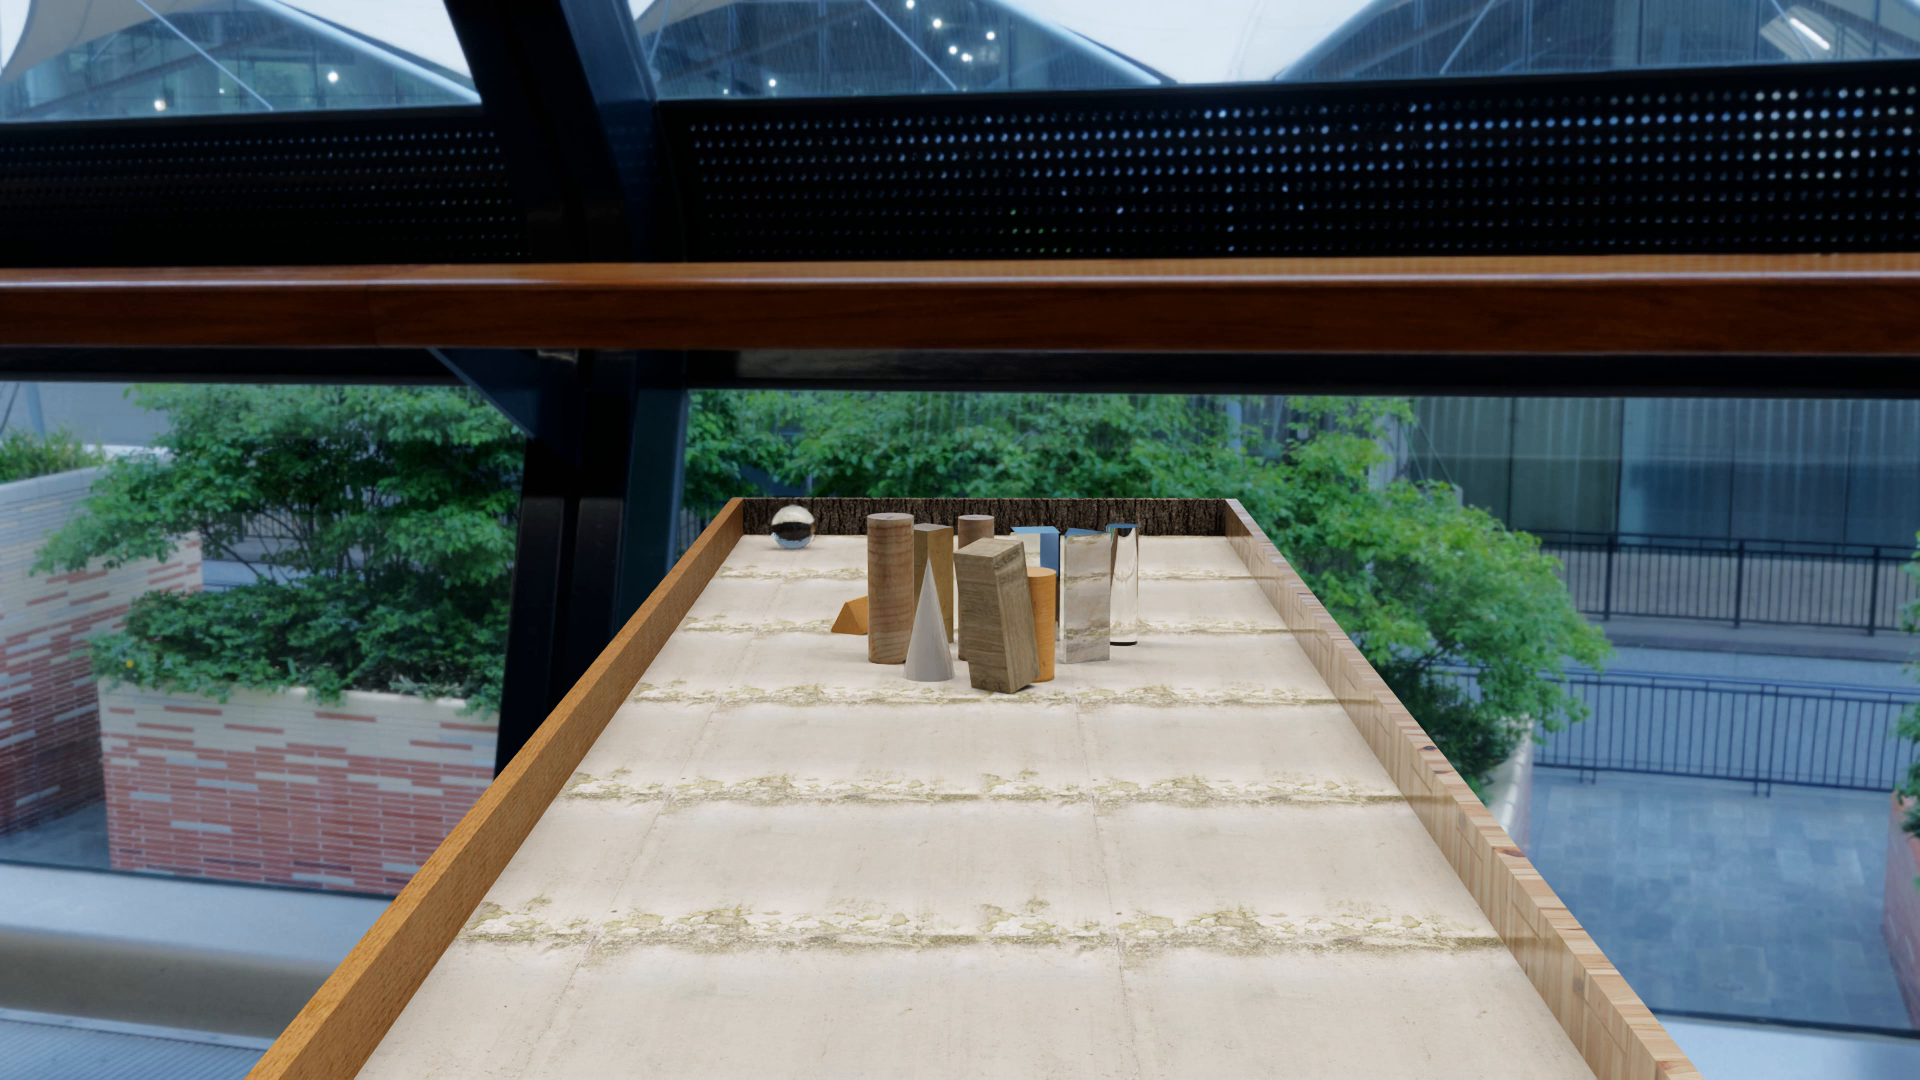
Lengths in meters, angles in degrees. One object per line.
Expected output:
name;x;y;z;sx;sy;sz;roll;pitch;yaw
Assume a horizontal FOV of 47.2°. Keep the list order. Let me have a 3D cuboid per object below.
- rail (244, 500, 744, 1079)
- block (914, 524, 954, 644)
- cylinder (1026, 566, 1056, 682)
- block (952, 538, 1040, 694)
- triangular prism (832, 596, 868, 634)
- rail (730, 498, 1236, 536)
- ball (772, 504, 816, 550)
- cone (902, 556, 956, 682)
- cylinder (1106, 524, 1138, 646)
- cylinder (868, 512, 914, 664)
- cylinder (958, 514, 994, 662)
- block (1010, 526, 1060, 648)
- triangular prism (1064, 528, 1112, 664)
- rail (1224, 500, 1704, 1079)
rail;-1.004;0.839;3.234;0.050;0.150;12.000;0;9;1
block;-0.105;0.142;6.929;0.121;0.370;0.121;8;12;41
cylinder;0.211;0.247;6.423;0.135;0.316;0.135;0;11;0
block;0.106;0.214;6.275;0.144;0.410;0.144;6;22;39
triangular prism;-0.281;0.225;7.242;0.118;0.103;0.356;4;10;28
rail;0.099;-0.098;9.147;2.100;0.150;0.050;0;9;1
ball;-0.663;-0.052;8.766;0.178;0.178;0.178;0;9;0
cone;-0.091;0.221;6.449;0.157;0.364;0.157;0;9;0
cylinder;0.510;0.140;6.927;0.103;0.375;0.103;0;9;0
cylinder;-0.209;0.147;6.670;0.142;0.442;0.142;0;9;0
cylinder;0.049;0.146;6.695;0.110;0.435;0.110;0;9;0
block;0.236;0.148;6.917;0.138;0.363;0.138;-1;9;-7
triangular prism;0.362;0.167;6.702;0.152;0.393;0.132;-4;10;-22
rail;1.046;0.843;3.208;0.050;0.150;12.000;0;9;1
